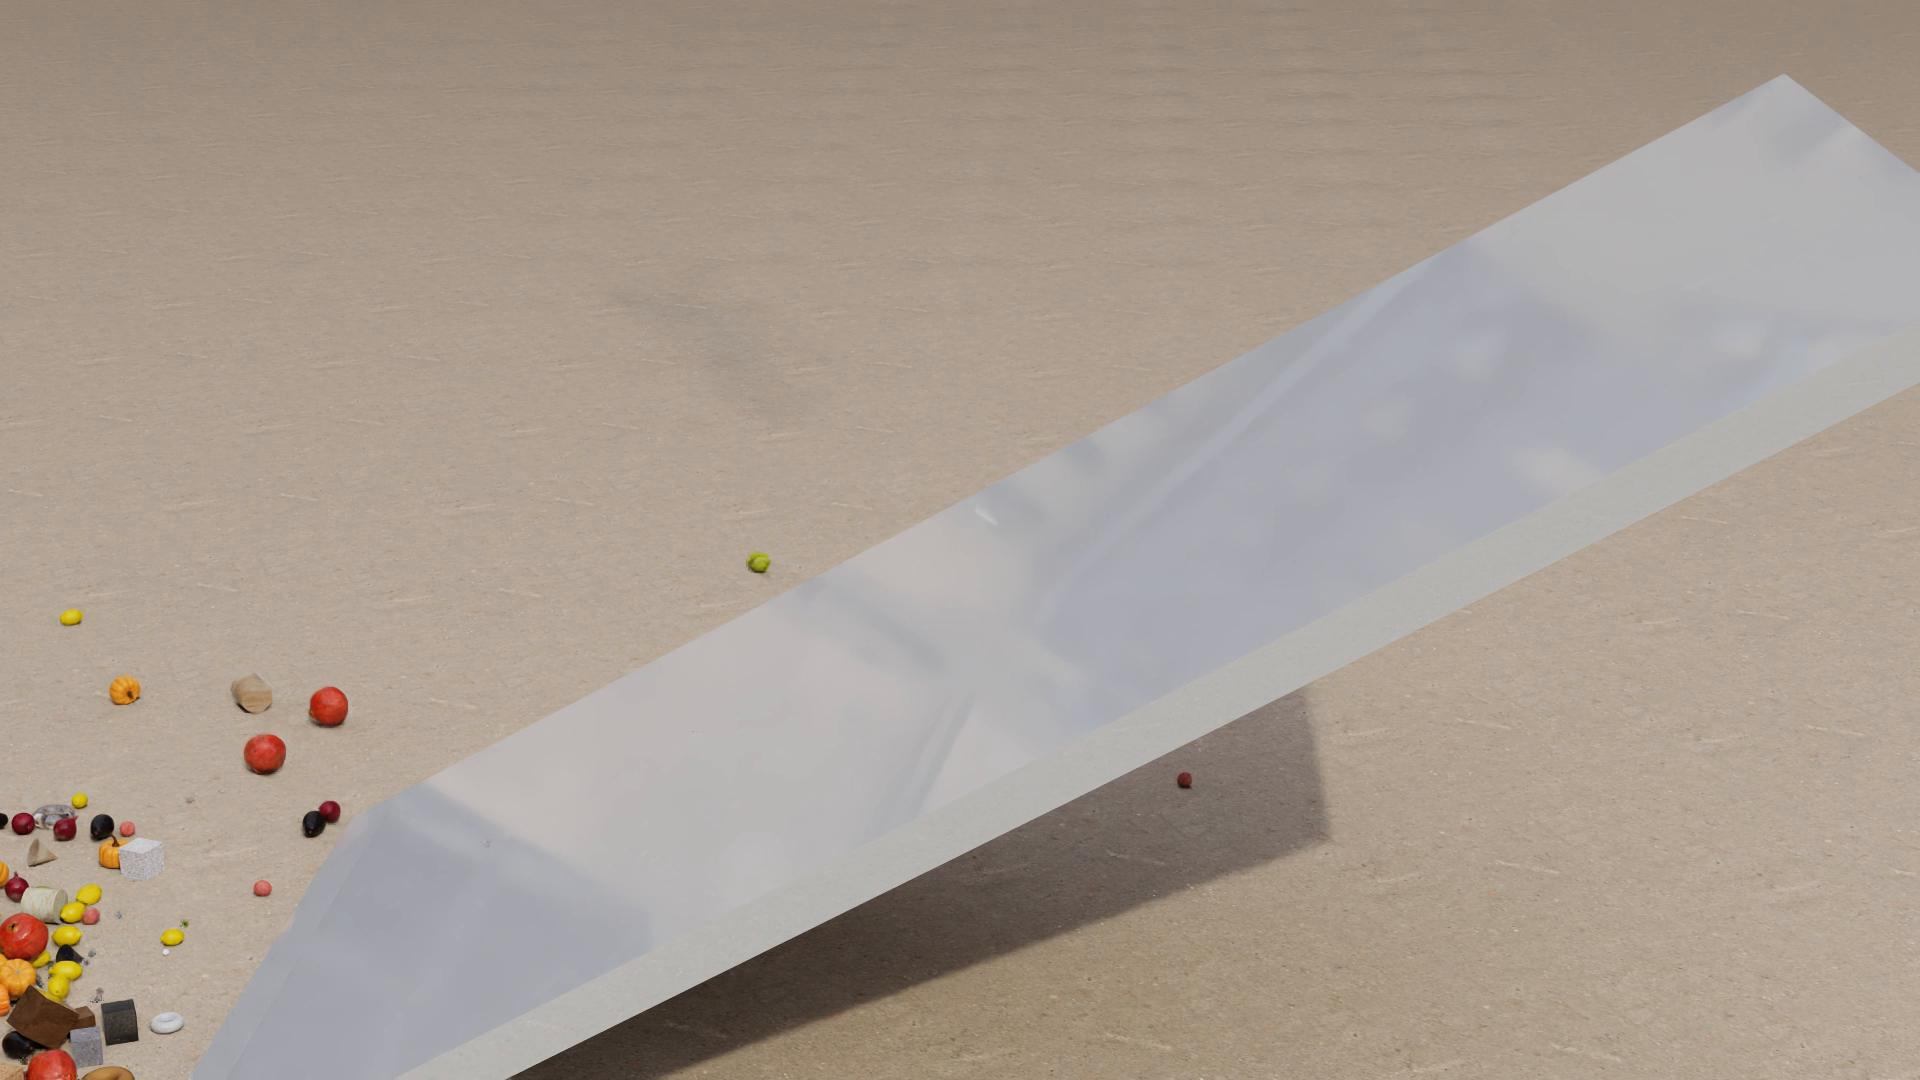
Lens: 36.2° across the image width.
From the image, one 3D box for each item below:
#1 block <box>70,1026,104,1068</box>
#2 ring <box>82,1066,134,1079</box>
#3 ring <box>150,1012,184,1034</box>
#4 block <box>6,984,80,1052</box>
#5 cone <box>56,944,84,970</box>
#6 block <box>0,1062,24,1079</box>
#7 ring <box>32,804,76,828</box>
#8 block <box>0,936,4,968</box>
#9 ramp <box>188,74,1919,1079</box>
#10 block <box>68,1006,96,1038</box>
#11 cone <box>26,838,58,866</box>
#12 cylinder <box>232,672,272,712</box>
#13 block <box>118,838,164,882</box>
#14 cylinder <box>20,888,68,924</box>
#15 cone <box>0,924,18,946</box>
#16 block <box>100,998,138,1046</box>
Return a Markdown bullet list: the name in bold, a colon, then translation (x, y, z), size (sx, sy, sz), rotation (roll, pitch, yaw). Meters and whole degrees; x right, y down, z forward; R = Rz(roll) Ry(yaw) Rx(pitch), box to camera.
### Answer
- **block**: translation (-1.939, 1.127, 6.531), size (0.063, 0.063, 0.063), rotation (-6, 19, -18)
- **ring**: translation (-1.856, 1.183, 6.398), size (0.117, 0.039, 0.117), rotation (-1, 18, 0)
- **ring**: translation (-1.802, 1.097, 6.684), size (0.077, 0.026, 0.077), rotation (-1, 18, 0)
- **block**: translation (-2.053, 1.070, 6.587), size (0.095, 0.095, 0.095), rotation (19, -16, 48)
- **cone**: translation (-2.105, 0.995, 6.995), size (0.061, 0.061, 0.061), rotation (13, -5, 34)
- **block**: translation (-2.074, 1.183, 6.310), size (0.092, 0.092, 0.092), rotation (8, 20, 23)
- **ring**: translation (-2.400, 0.733, 7.788), size (0.113, 0.038, 0.113), rotation (1, 18, 0)
- **block**: translation (-2.325, 0.975, 6.969), size (0.081, 0.081, 0.081), rotation (-16, 24, -40)
- **ramp**: translation (0.142, 0.167, 6.283), size (4.000, 0.100, 2.000), rotation (-27, 14, 11)
- **block**: translation (-1.988, 1.094, 6.645), size (0.055, 0.055, 0.055), rotation (-12, 22, -33)
- **cone**: translation (-2.348, 0.810, 7.557), size (0.072, 0.072, 0.072), rotation (21, 4, -34)
- **cylinder**: translation (-2.066, 0.445, 8.582), size (0.094, 0.094, 0.094), rotation (-11, 21, -30)
- **block**: translation (-2.081, 0.812, 7.479), size (0.077, 0.077, 0.077), rotation (8, 20, 24)
- **cylinder**: translation (-2.244, 0.895, 7.210), size (0.084, 0.084, 0.084), rotation (3, 18, 9)
- **cone**: translation (-2.314, 0.958, 7.116), size (0.052, 0.052, 0.052), rotation (-19, -1, -44)
- **block**: translation (-1.896, 1.088, 6.637), size (0.071, 0.071, 0.071), rotation (-7, 19, -19)
